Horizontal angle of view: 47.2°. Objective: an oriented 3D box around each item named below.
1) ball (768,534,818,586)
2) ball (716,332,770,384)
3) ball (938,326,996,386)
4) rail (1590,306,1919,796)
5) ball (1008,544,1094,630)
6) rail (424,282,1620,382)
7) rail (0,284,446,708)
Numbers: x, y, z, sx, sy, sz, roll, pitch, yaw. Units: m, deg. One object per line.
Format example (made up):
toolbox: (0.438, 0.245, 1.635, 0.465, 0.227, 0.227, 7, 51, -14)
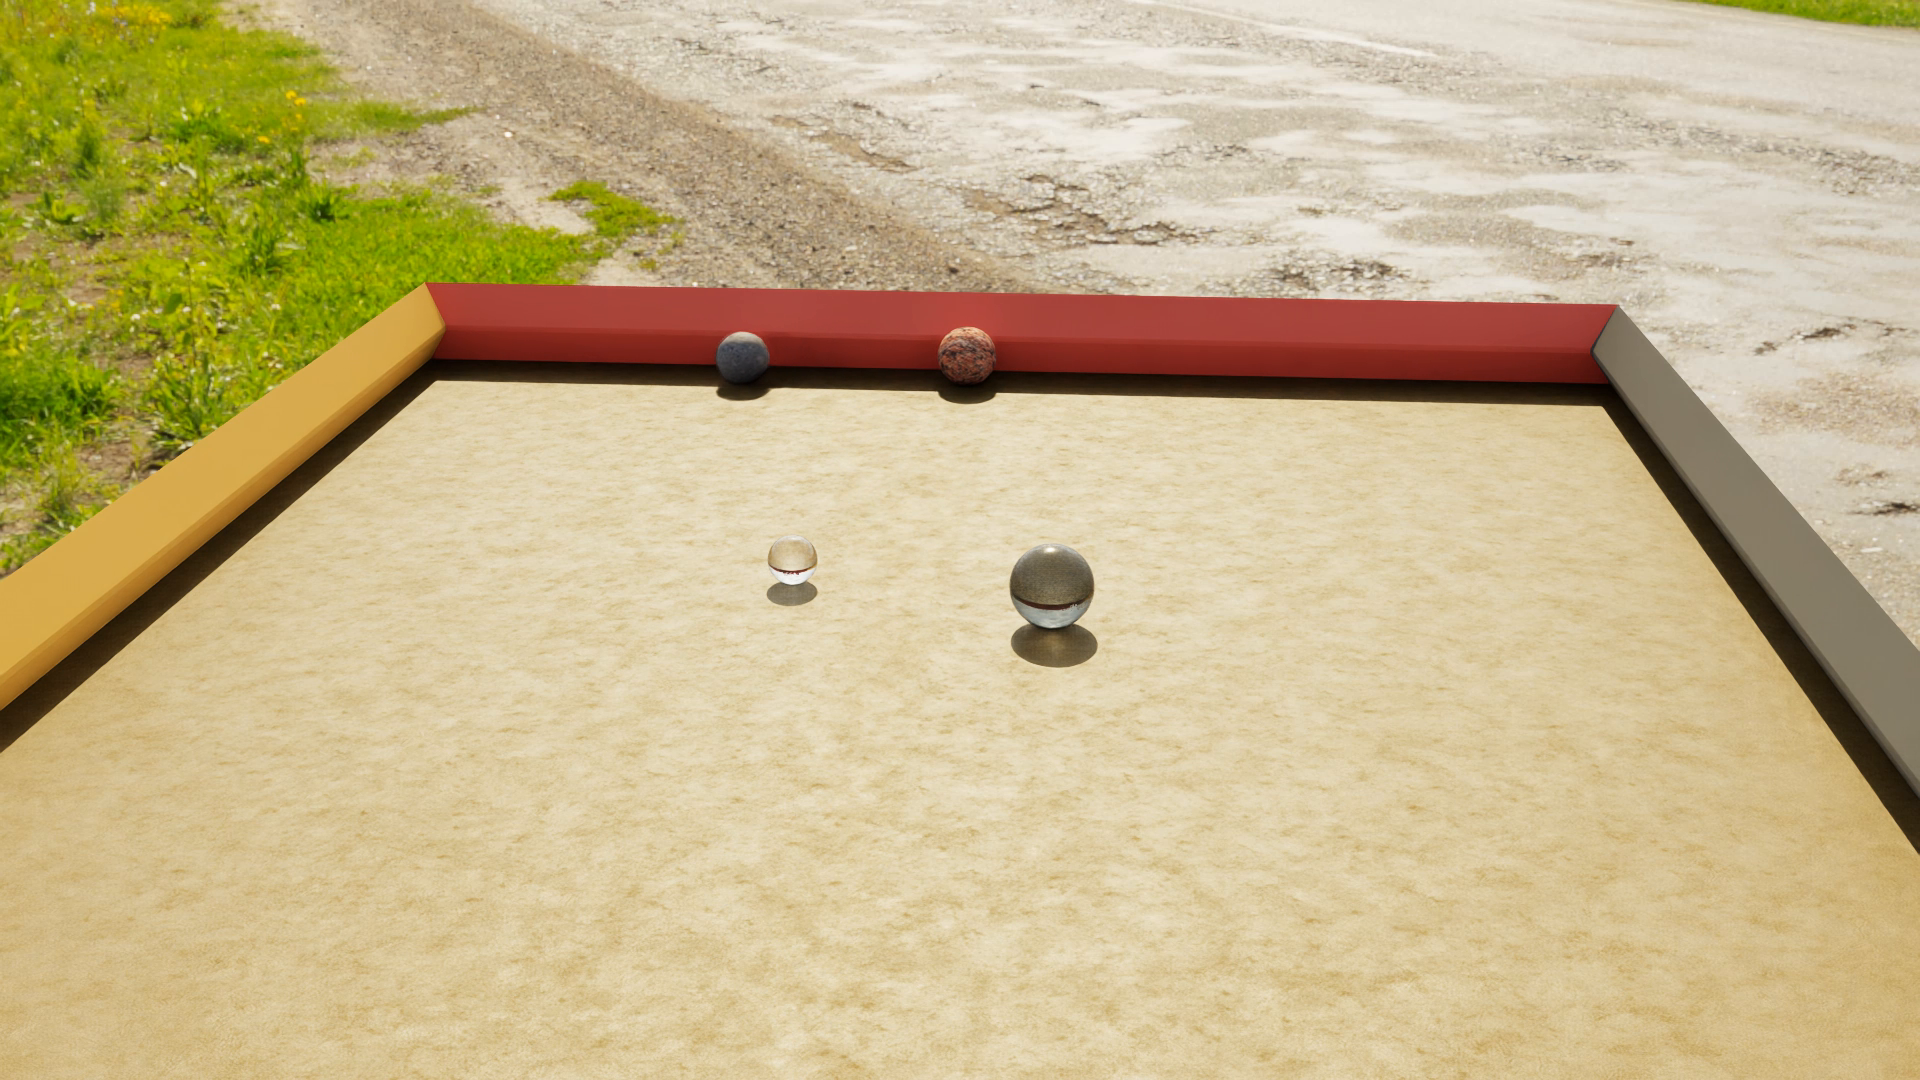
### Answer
ball: (-0.195, 0.023, 2.565, 0.059, 0.059, 0.059, 0, 19, 0)
ball: (-0.335, -0.281, 3.398, 0.082, 0.082, 0.082, 0, 19, 0)
ball: (0.011, -0.284, 3.392, 0.091, 0.091, 0.091, 0, 19, 0)
rail: (0.835, 0.312, 1.642, 0.045, 0.124, 3.728, 2, 19, 4)
ball: (0.102, 0.051, 2.431, 0.095, 0.095, 0.095, 0, 19, 0)
rail: (0.075, -0.320, 3.444, 1.876, 0.124, 0.045, 2, 19, 4)
rail: (-0.988, 0.262, 1.784, 0.045, 0.124, 3.728, 2, 19, 4)
